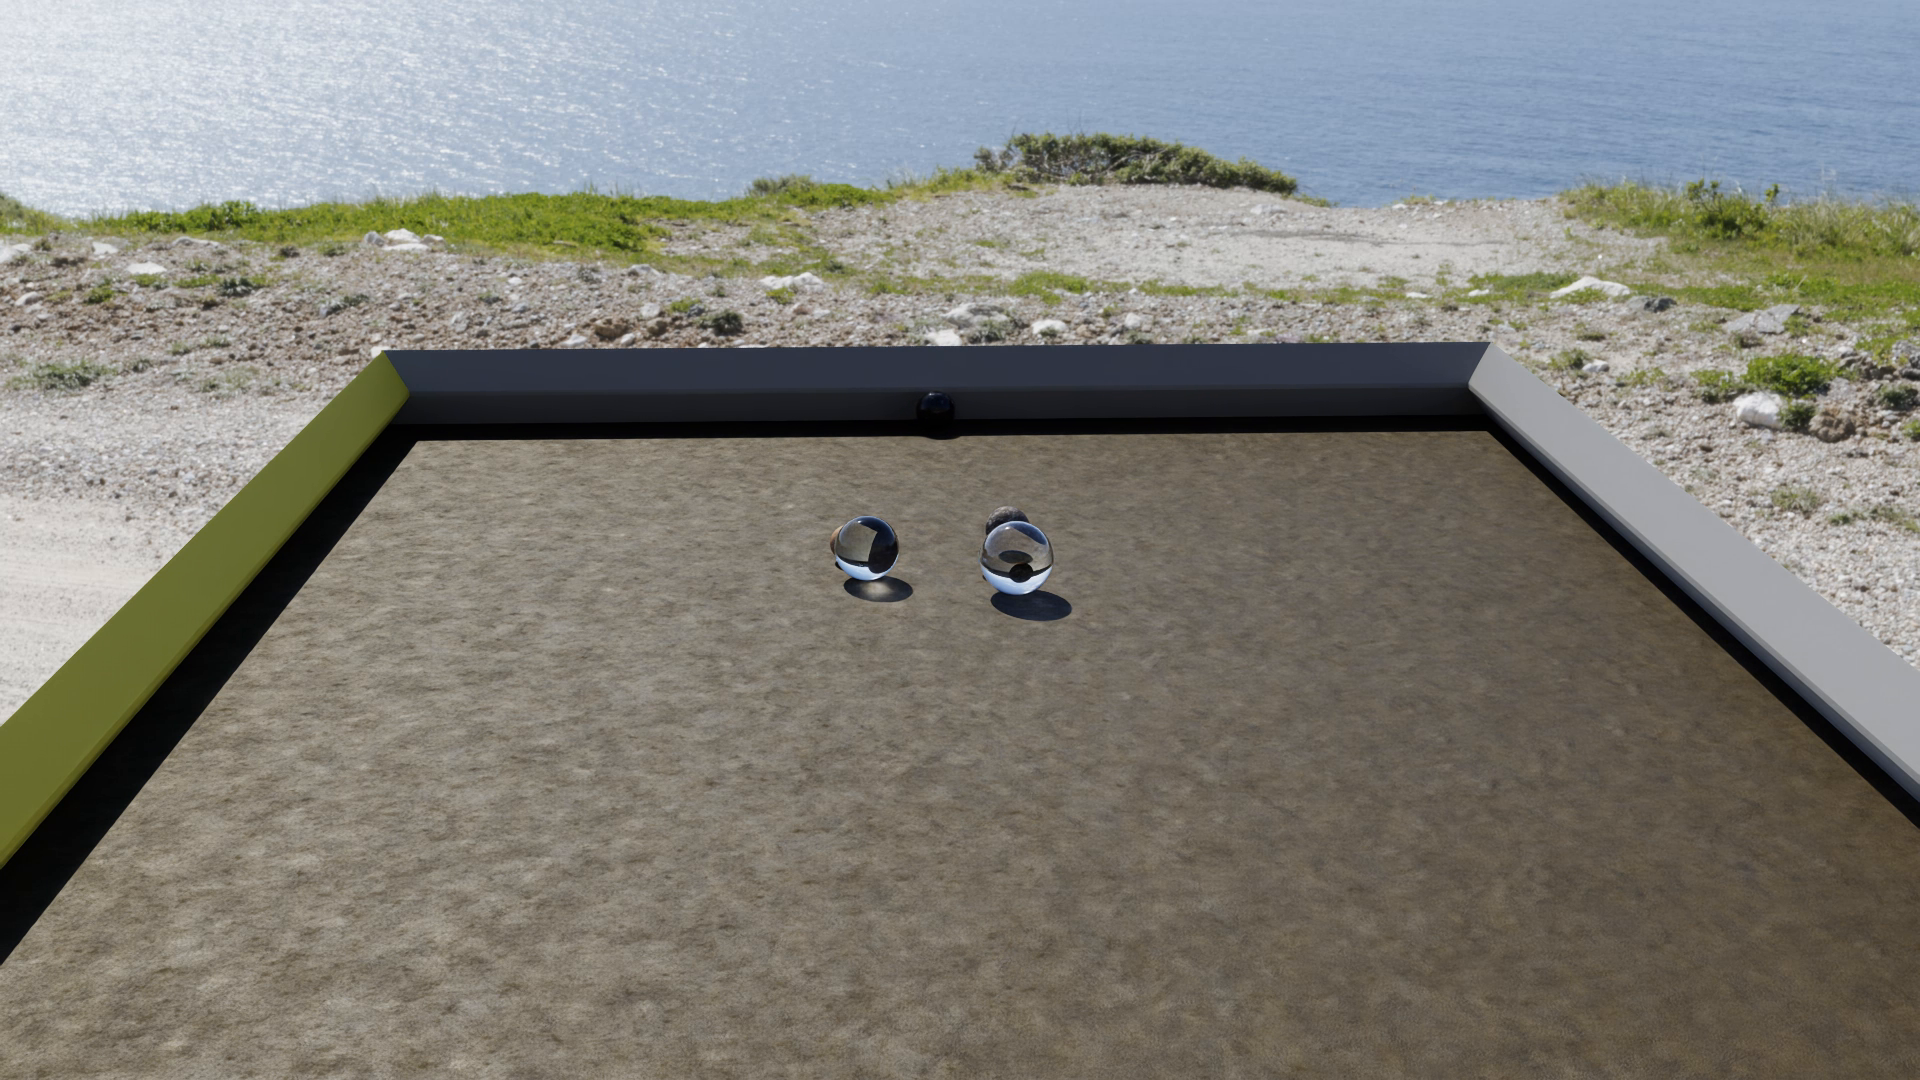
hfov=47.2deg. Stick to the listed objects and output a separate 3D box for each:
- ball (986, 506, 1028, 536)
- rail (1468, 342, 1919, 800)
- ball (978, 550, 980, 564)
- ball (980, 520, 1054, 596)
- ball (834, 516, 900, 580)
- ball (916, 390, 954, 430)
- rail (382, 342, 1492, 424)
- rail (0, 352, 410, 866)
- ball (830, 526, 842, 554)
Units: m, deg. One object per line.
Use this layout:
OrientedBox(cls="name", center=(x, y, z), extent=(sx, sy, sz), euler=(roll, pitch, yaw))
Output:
OrientedBox(cls="ball", center=(0.058, -0.014, 2.661), extent=(0.054, 0.054, 0.054), euler=(0, 17, 0))
OrientedBox(cls="rail", center=(0.828, 0.177, 1.939), extent=(0.045, 0.110, 2.877), euler=(-1, 17, -2))
OrientedBox(cls="ball", center=(0.041, 0.019, 2.572), extent=(0.042, 0.042, 0.042), euler=(0, 17, 0))
OrientedBox(cls="ball", center=(0.064, 0.021, 2.495), extent=(0.085, 0.085, 0.085), euler=(0, 17, 0))
OrientedBox(cls="ball", center=(-0.108, 0.009, 2.547), extent=(0.076, 0.076, 0.076), euler=(0, 17, 0))
OrientedBox(cls="ball", center=(-0.037, -0.191, 3.232), extent=(0.057, 0.057, 0.057), euler=(0, 17, 0))
OrientedBox(cls="rail", center=(-0.026, -0.229, 3.263), extent=(1.652, 0.110, 0.045), euler=(-1, 17, -2))
OrientedBox(cls="rail", center=(-0.775, 0.194, 1.882), extent=(0.045, 0.110, 2.877), euler=(-1, 17, -2))
OrientedBox(cls="ball", center=(-0.133, 0.004, 2.621), extent=(0.044, 0.044, 0.044), euler=(0, 17, 0))
